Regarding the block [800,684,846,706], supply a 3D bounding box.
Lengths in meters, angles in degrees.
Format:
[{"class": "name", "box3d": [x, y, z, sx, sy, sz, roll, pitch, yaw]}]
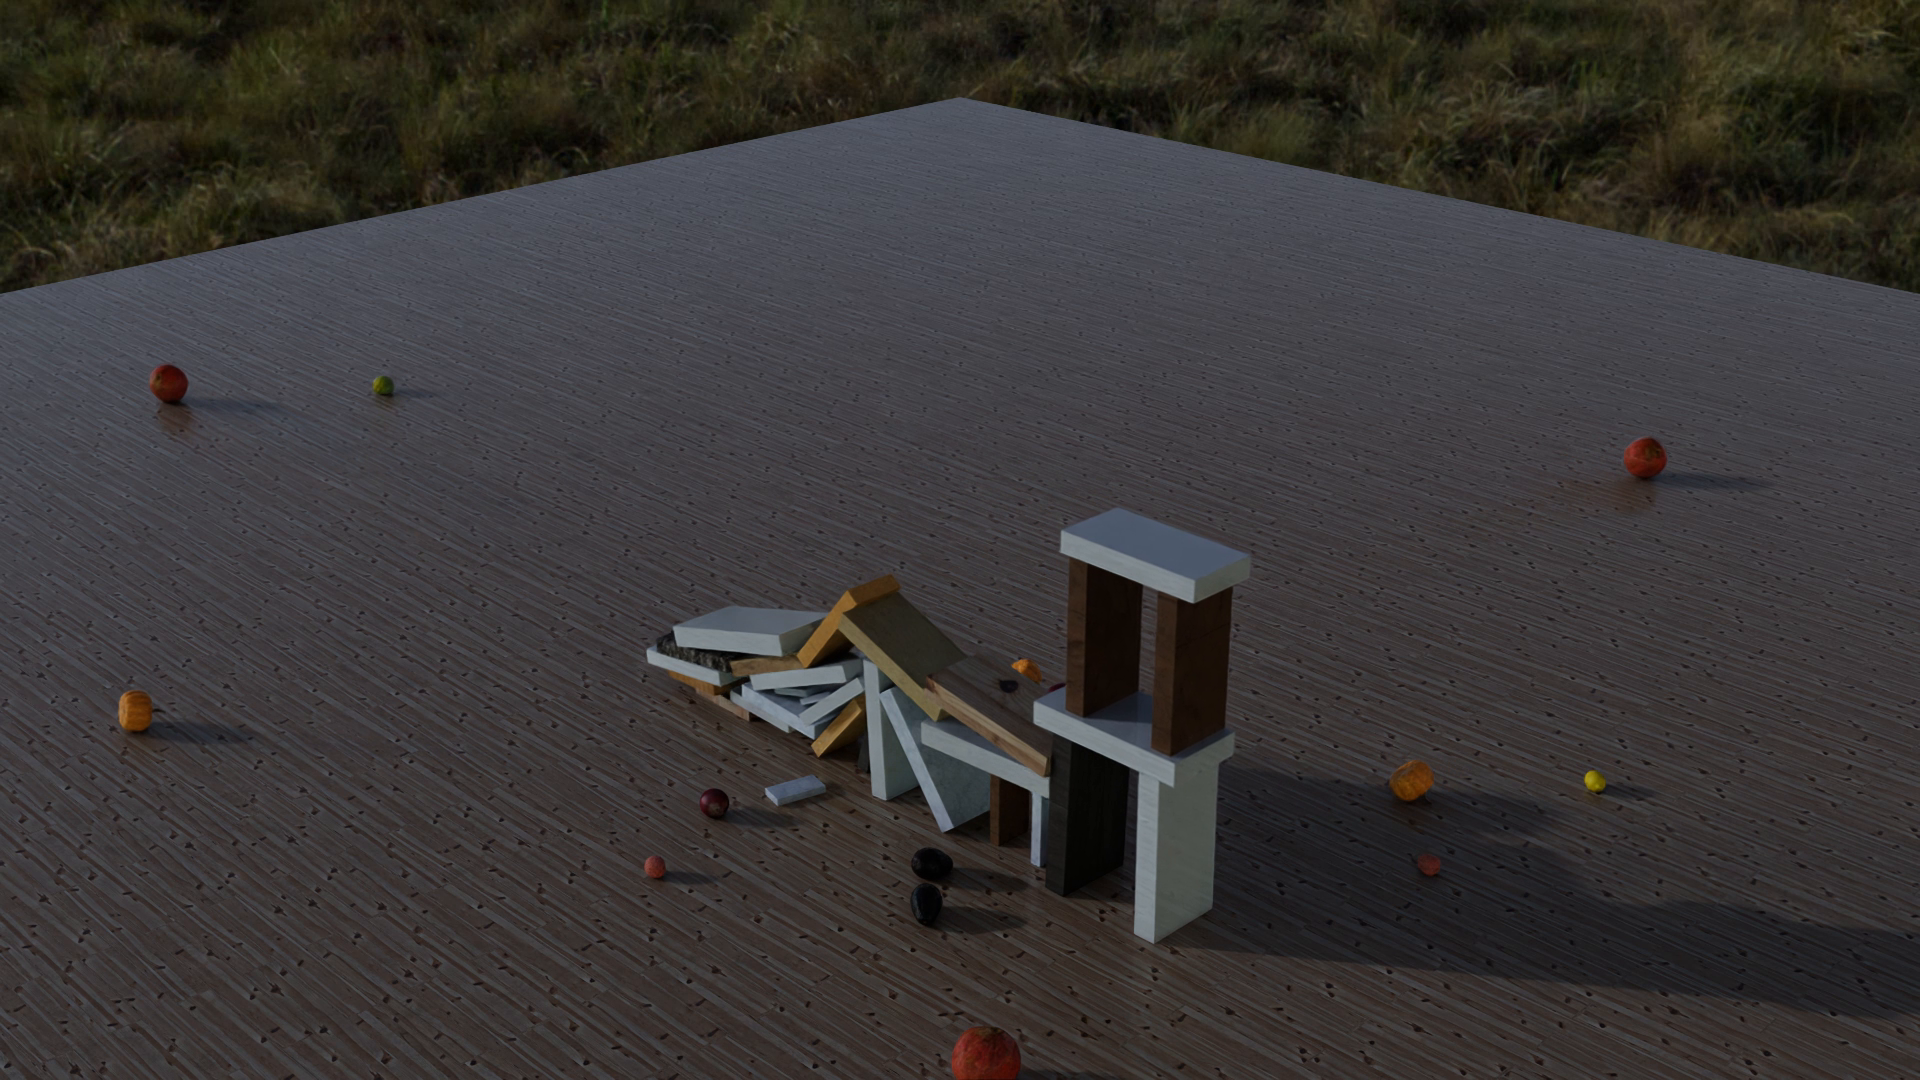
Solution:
[{"class": "block", "box3d": [-0.288, 0.329, 4.693, 0.055, 0.016, 0.111, -21, 3, -40]}]

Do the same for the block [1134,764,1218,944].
[{"class": "block", "box3d": [0.396, 0.553, 4.025, 0.048, 0.338, 0.169, 21, 31, 41]}]

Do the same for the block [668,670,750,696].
[{"class": "block", "box3d": [-0.564, 0.302, 4.939, 0.096, 0.027, 0.193, -18, 22, -35]}]

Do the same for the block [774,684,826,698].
[{"class": "block", "box3d": [-0.345, 0.318, 4.736, 0.055, 0.016, 0.111, -22, 16, -41]}]

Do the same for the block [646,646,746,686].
[{"class": "block", "box3d": [-0.576, 0.269, 4.945, 0.120, 0.034, 0.266, -21, 23, -40]}]

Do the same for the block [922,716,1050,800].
[{"class": "block", "box3d": [0.101, 0.397, 4.266, 0.329, 0.047, 0.164, 20, 30, 38]}]

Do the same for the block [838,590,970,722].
[{"class": "block", "box3d": [-0.088, 0.231, 4.408, 0.152, 0.043, 0.304, -21, 52, -40]}]

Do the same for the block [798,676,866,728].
[{"class": "block", "box3d": [-0.232, 0.324, 4.585, 0.108, 0.031, 0.216, -20, -10, -46]}]

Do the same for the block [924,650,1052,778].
[{"class": "block", "box3d": [0.104, 0.331, 4.232, 0.164, 0.047, 0.329, -21, 40, -40]}]

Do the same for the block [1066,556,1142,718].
[{"class": "block", "box3d": [0.264, 0.156, 4.010, 0.153, 0.307, 0.043, -21, 31, -40]}]

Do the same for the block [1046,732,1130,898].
[{"class": "block", "box3d": [0.244, 0.493, 4.164, 0.169, 0.337, 0.048, -21, 33, -40]}]

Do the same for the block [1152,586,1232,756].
[{"class": "block", "box3d": [0.409, 0.213, 3.877, 0.043, 0.307, 0.153, 21, 31, 40]}]

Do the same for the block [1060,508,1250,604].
[{"class": "block", "box3d": [0.342, 0.024, 3.873, 0.307, 0.043, 0.153, 22, 31, 40]}]

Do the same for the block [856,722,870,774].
[{"class": "block", "box3d": [-0.147, 0.380, 4.588, 0.108, 0.216, 0.031, -21, 47, -40]}]

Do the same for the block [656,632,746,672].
[{"class": "block", "box3d": [-0.557, 0.240, 4.917, 0.239, 0.034, 0.120, 12, 25, 43]}]

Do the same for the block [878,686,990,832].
[{"class": "block", "box3d": [-0.034, 0.419, 4.429, 0.152, 0.304, 0.043, -21, -6, -40]}]

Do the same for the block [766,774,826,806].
[{"class": "block", "box3d": [-0.338, 0.515, 4.527, 0.111, 0.016, 0.055, -13, 26, -28]}]

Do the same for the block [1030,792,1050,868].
[{"class": "block", "box3d": [0.177, 0.542, 4.264, 0.086, 0.171, 0.024, -21, 31, -40]}]

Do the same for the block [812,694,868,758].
[{"class": "block", "box3d": [-0.221, 0.379, 4.633, 0.108, 0.216, 0.031, -21, 72, -40]}]

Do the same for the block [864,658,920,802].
[{"class": "block", "box3d": [-0.118, 0.366, 4.505, 0.152, 0.304, 0.043, -21, 27, -40]}]

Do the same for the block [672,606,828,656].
[{"class": "block", "box3d": [-0.448, 0.197, 4.803, 0.164, 0.047, 0.367, -20, 15, -42]}]

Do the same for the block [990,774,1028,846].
[{"class": "block", "box3d": [0.098, 0.511, 4.338, 0.024, 0.171, 0.085, 21, 31, 40]}]

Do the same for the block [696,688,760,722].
[{"class": "block", "box3d": [-0.494, 0.345, 4.912, 0.096, 0.027, 0.193, -20, 30, -39]}]

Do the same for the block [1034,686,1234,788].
[{"class": "block", "box3d": [0.316, 0.343, 4.024, 0.338, 0.048, 0.169, 22, 31, 40]}]

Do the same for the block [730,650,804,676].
[{"class": "block", "box3d": [-0.372, 0.251, 4.750, 0.125, 0.035, 0.250, -20, 7, -42]}]

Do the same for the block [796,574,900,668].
[{"class": "block", "box3d": [-0.232, 0.170, 4.559, 0.125, 0.250, 0.035, -20, 68, -42]}]

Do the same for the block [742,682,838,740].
[{"class": "block", "box3d": [-0.349, 0.353, 4.761, 0.120, 0.034, 0.239, -21, 34, -40]}]

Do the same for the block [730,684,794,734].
[{"class": "block", "box3d": [-0.404, 0.359, 4.815, 0.193, 0.027, 0.096, 24, 33, 38]}]

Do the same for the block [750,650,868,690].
[{"class": "block", "box3d": [-0.298, 0.275, 4.669, 0.125, 0.035, 0.351, -20, 6, -38]}]
